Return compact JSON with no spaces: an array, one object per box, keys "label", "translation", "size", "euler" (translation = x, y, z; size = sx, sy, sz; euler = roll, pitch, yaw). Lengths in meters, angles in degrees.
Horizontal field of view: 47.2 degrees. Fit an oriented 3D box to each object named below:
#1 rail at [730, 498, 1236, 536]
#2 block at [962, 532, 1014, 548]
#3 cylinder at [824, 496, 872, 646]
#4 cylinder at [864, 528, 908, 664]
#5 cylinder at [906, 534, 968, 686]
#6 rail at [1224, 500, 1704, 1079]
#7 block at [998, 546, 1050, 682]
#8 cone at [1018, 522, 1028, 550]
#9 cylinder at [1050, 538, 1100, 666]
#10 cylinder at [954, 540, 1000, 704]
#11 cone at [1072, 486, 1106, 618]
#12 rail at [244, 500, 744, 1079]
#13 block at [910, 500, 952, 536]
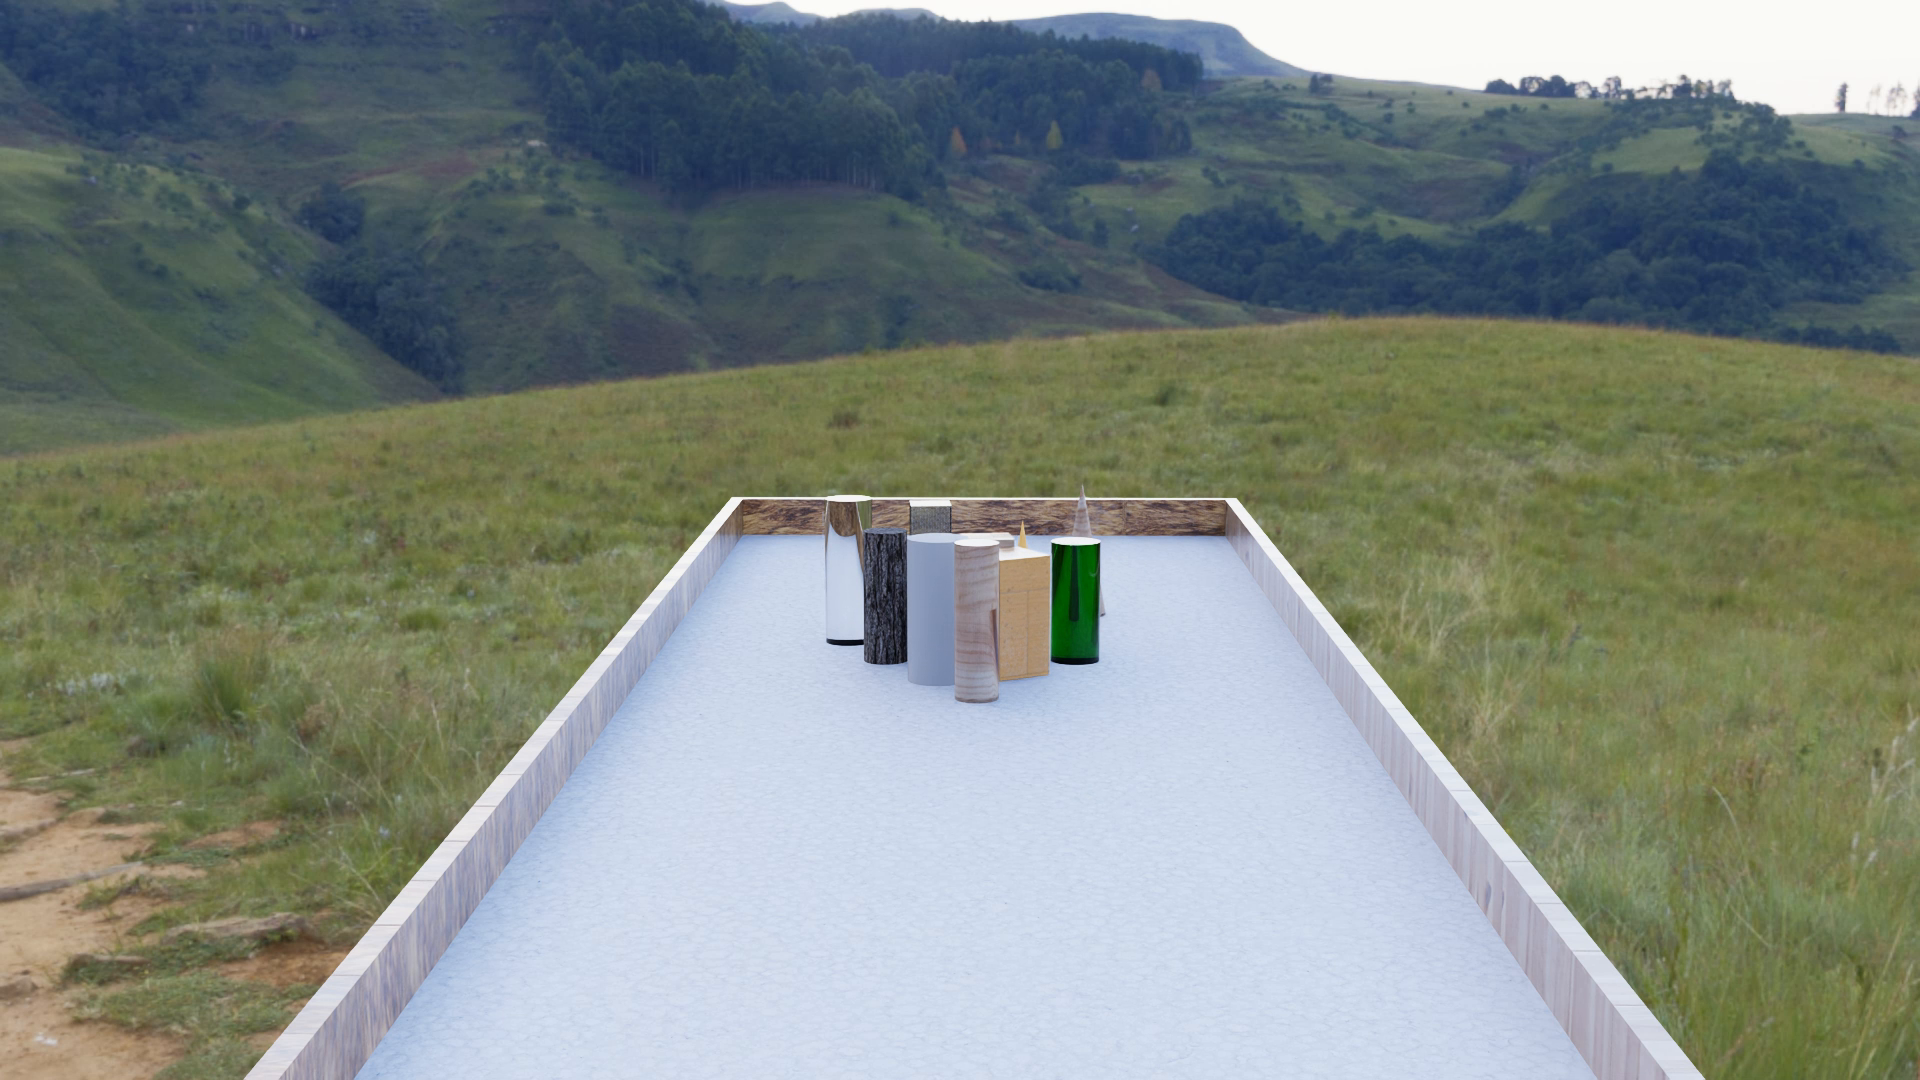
[{"label":"rail","translation":[0.099,-0.098,9.147],"size":[2.100,0.150,0.050],"euler":[0,9,1]},{"label":"block","translation":[0.082,0.176,6.677],"size":[0.152,0.378,0.152],"euler":[-1,8,-5]},{"label":"cylinder","translation":[-0.351,0.095,6.945],"size":[0.149,0.458,0.149],"euler":[0,9,0]},{"label":"cylinder","translation":[-0.226,0.169,6.667],"size":[0.133,0.399,0.133],"euler":[0,9,0]},{"label":"cylinder","translation":[-0.064,0.201,6.402],"size":[0.180,0.419,0.180],"euler":[0,9,0]},{"label":"rail","translation":[1.046,0.843,3.208],"size":[0.050,0.150,12.000],"euler":[0,9,1]},{"label":"block","translation":[0.145,0.217,6.490],"size":[0.174,0.359,0.174],"euler":[-5,11,-31]},{"label":"cone","translation":[0.197,0.130,6.941],"size":[0.139,0.390,0.139],"euler":[0,9,0]},{"label":"cylinder","translation":[0.350,0.185,6.674],"size":[0.151,0.367,0.151],"euler":[0,9,0]},{"label":"cylinder","translation":[0.047,0.227,6.159],"size":[0.125,0.444,0.125],"euler":[0,9,0]},{"label":"cone","translation":[0.409,0.028,7.395],"size":[0.168,0.449,0.168],"euler":[0,9,0]},{"label":"rail","translation":[-1.004,0.839,3.234],"size":[0.050,0.150,12.000],"euler":[0,9,1]},{"label":"block","translation":[-0.093,0.104,6.934],"size":[0.126,0.444,0.126],"euler":[-1,9,-3]}]
